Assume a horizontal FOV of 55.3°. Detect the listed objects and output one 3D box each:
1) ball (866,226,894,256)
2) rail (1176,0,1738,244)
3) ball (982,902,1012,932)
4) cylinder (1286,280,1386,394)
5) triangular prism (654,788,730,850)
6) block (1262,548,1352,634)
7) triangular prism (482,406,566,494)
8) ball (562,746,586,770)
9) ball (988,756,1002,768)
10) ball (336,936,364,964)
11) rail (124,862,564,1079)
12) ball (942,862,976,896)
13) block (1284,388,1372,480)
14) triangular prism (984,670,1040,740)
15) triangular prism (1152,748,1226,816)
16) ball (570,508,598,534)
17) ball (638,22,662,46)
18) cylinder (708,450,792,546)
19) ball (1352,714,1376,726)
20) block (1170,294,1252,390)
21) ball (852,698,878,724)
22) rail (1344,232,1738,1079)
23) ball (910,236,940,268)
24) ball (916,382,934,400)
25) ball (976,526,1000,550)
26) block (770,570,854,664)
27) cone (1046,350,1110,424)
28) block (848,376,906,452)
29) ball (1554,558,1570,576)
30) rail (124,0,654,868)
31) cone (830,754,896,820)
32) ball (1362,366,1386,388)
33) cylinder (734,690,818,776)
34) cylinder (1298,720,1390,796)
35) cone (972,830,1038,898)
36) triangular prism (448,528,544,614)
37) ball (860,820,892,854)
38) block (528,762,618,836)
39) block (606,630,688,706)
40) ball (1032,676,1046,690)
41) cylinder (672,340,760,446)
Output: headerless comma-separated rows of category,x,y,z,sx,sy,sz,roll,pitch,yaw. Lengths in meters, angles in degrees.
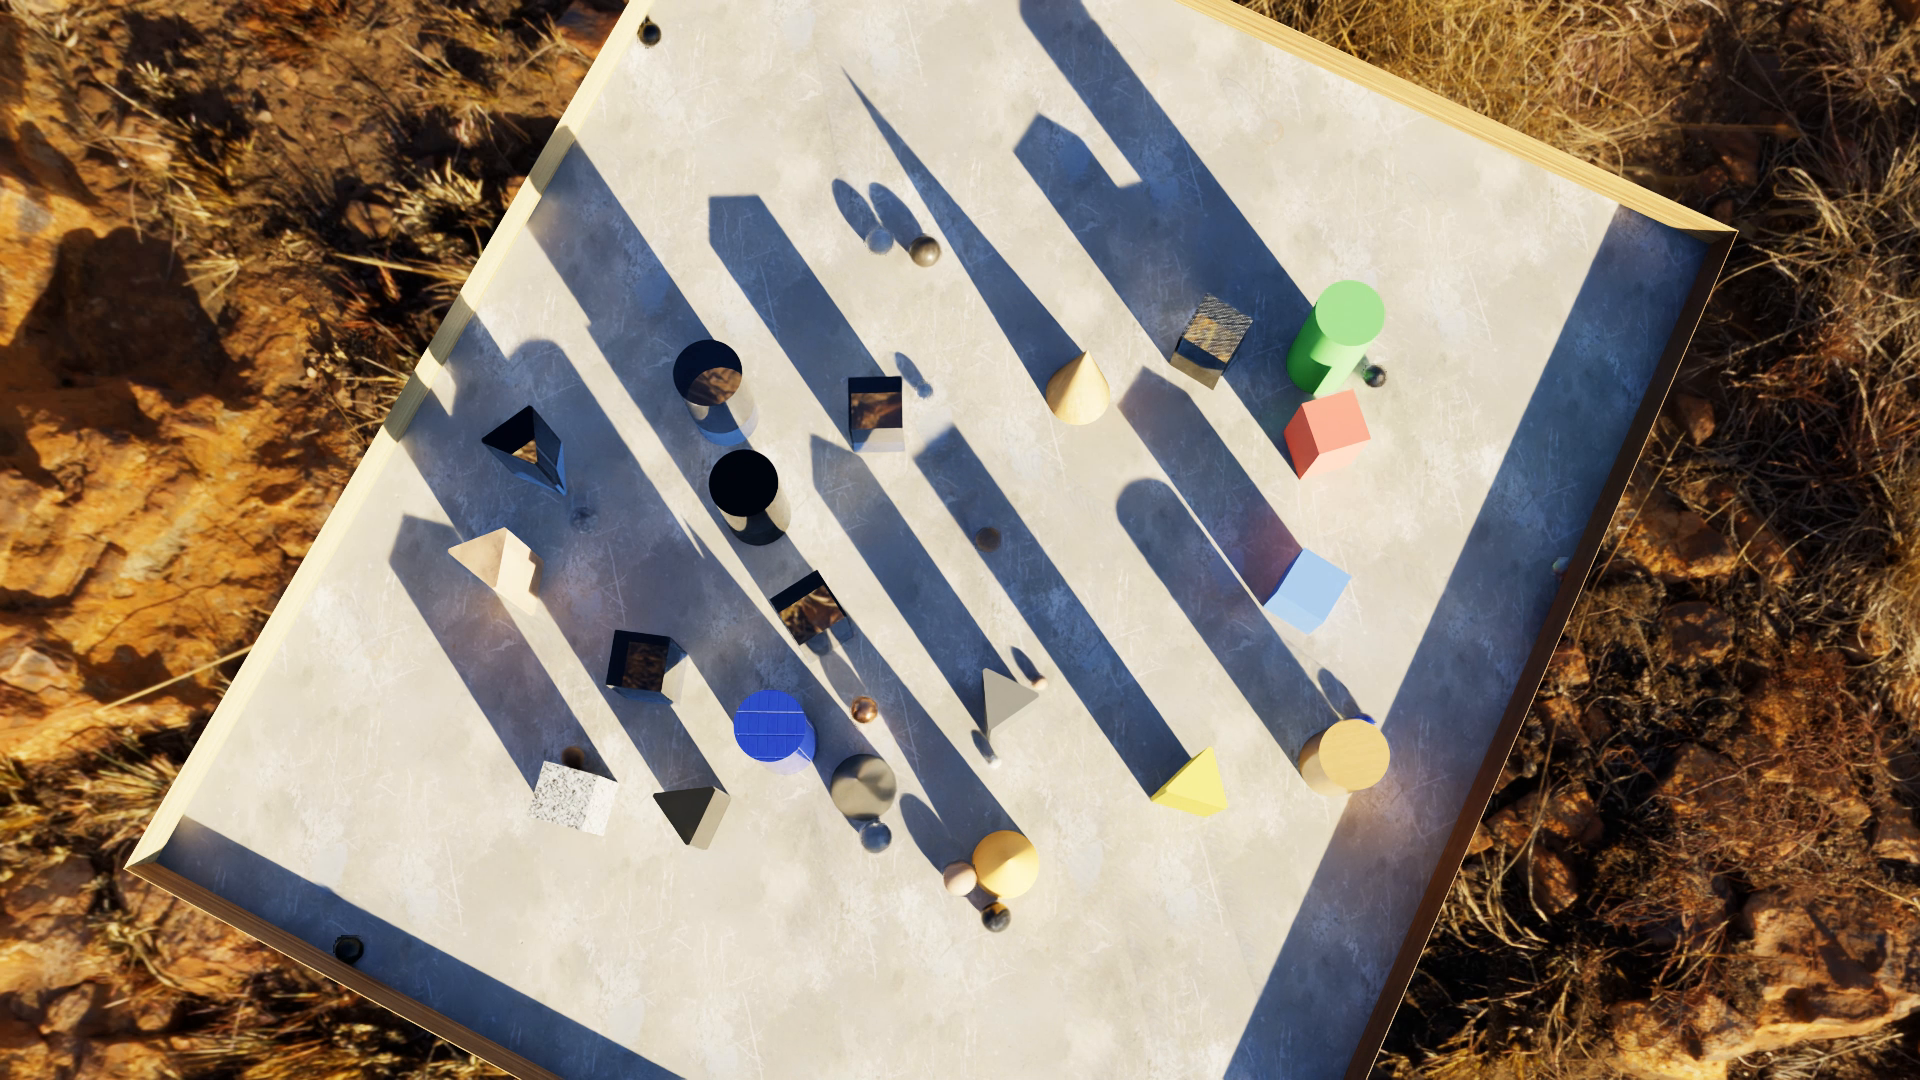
ball,-0.251,-0.941,5.766,0.089,0.089,0.089,0,78,0
rail,0.862,-1.681,5.897,3.449,0.130,0.045,26,80,5
ball,0.106,1.100,5.343,0.089,0.089,0.089,0,78,0
cylinder,1.119,-0.601,5.491,0.200,0.490,0.200,0,78,0
triangular prism,-0.743,0.770,5.269,0.150,0.370,0.173,-35,80,-7
block,1.031,0.155,5.454,0.160,0.257,0.160,32,80,6
triangular prism,-1.266,-0.280,5.468,0.173,0.405,0.150,22,79,4
ball,-1.149,0.648,5.448,0.068,0.068,0.068,0,78,0
ball,0.103,0.661,5.459,0.040,0.040,0.040,0,78,0
ball,-1.776,1.193,5.329,0.079,0.079,0.079,0,78,0
rail,-0.862,1.695,5.198,3.449,0.130,0.045,26,80,5
ball,-0.001,0.989,5.361,0.099,0.099,0.099,0,78,0
block,1.101,-0.315,5.517,0.160,0.322,0.160,-17,79,-3
triangular prism,0.112,0.459,5.361,0.173,0.314,0.150,-34,80,-7
triangular prism,0.672,0.685,5.259,0.173,0.423,0.150,16,79,3
ball,-1.146,-0.061,5.588,0.080,0.080,0.080,0,78,0
ball,-1.002,-1.633,5.915,0.077,0.077,0.077,0,78,0
cylinder,-0.618,-0.121,5.433,0.200,0.408,0.200,0,78,0
ball,1.204,0.551,5.467,0.069,0.069,0.069,0,78,0
block,0.764,-0.603,5.594,0.160,0.289,0.160,32,80,6
ball,-0.285,0.510,5.470,0.081,0.081,0.081,0,78,0
rail,1.521,0.752,5.394,0.045,0.130,3.903,26,80,5
ball,-0.110,-0.905,5.753,0.100,0.100,0.100,0,78,0
ball,-0.109,-0.463,5.685,0.054,0.054,0.054,0,78,0
ball,0.084,-0.004,5.579,0.075,0.075,0.075,0,78,0
block,-0.430,0.229,5.376,0.160,0.378,0.160,-32,80,-6
cone,0.368,-0.501,5.489,0.200,0.453,0.200,0,78,0
block,-0.250,-0.378,5.553,0.160,0.278,0.160,-1,78,0
ball,1.832,0.082,5.573,0.053,0.053,0.053,0,78,0
rail,-1.521,-0.738,5.702,0.045,0.130,3.903,26,80,5
cone,-0.287,0.703,5.298,0.200,0.340,0.200,0,78,0
ball,1.286,-0.506,5.685,0.071,0.071,0.071,0,78,0
cylinder,-0.522,0.557,5.260,0.200,0.472,0.200,0,78,0
cylinder,1.112,0.636,5.323,0.200,0.317,0.200,0,78,0
cone,0.134,0.913,5.196,0.200,0.454,0.200,0,78,0
triangular prism,-1.320,0.071,5.363,0.173,0.467,0.150,38,81,7
ball,-0.246,0.874,5.387,0.095,0.095,0.095,0,78,0
block,-1.115,0.750,5.299,0.160,0.318,0.160,14,79,3
block,-0.912,0.377,5.362,0.160,0.347,0.160,7,78,2
ball,0.238,0.428,5.505,0.045,0.045,0.045,0,78,0
cylinder,-0.724,-0.434,5.477,0.200,0.450,0.200,0,78,0
